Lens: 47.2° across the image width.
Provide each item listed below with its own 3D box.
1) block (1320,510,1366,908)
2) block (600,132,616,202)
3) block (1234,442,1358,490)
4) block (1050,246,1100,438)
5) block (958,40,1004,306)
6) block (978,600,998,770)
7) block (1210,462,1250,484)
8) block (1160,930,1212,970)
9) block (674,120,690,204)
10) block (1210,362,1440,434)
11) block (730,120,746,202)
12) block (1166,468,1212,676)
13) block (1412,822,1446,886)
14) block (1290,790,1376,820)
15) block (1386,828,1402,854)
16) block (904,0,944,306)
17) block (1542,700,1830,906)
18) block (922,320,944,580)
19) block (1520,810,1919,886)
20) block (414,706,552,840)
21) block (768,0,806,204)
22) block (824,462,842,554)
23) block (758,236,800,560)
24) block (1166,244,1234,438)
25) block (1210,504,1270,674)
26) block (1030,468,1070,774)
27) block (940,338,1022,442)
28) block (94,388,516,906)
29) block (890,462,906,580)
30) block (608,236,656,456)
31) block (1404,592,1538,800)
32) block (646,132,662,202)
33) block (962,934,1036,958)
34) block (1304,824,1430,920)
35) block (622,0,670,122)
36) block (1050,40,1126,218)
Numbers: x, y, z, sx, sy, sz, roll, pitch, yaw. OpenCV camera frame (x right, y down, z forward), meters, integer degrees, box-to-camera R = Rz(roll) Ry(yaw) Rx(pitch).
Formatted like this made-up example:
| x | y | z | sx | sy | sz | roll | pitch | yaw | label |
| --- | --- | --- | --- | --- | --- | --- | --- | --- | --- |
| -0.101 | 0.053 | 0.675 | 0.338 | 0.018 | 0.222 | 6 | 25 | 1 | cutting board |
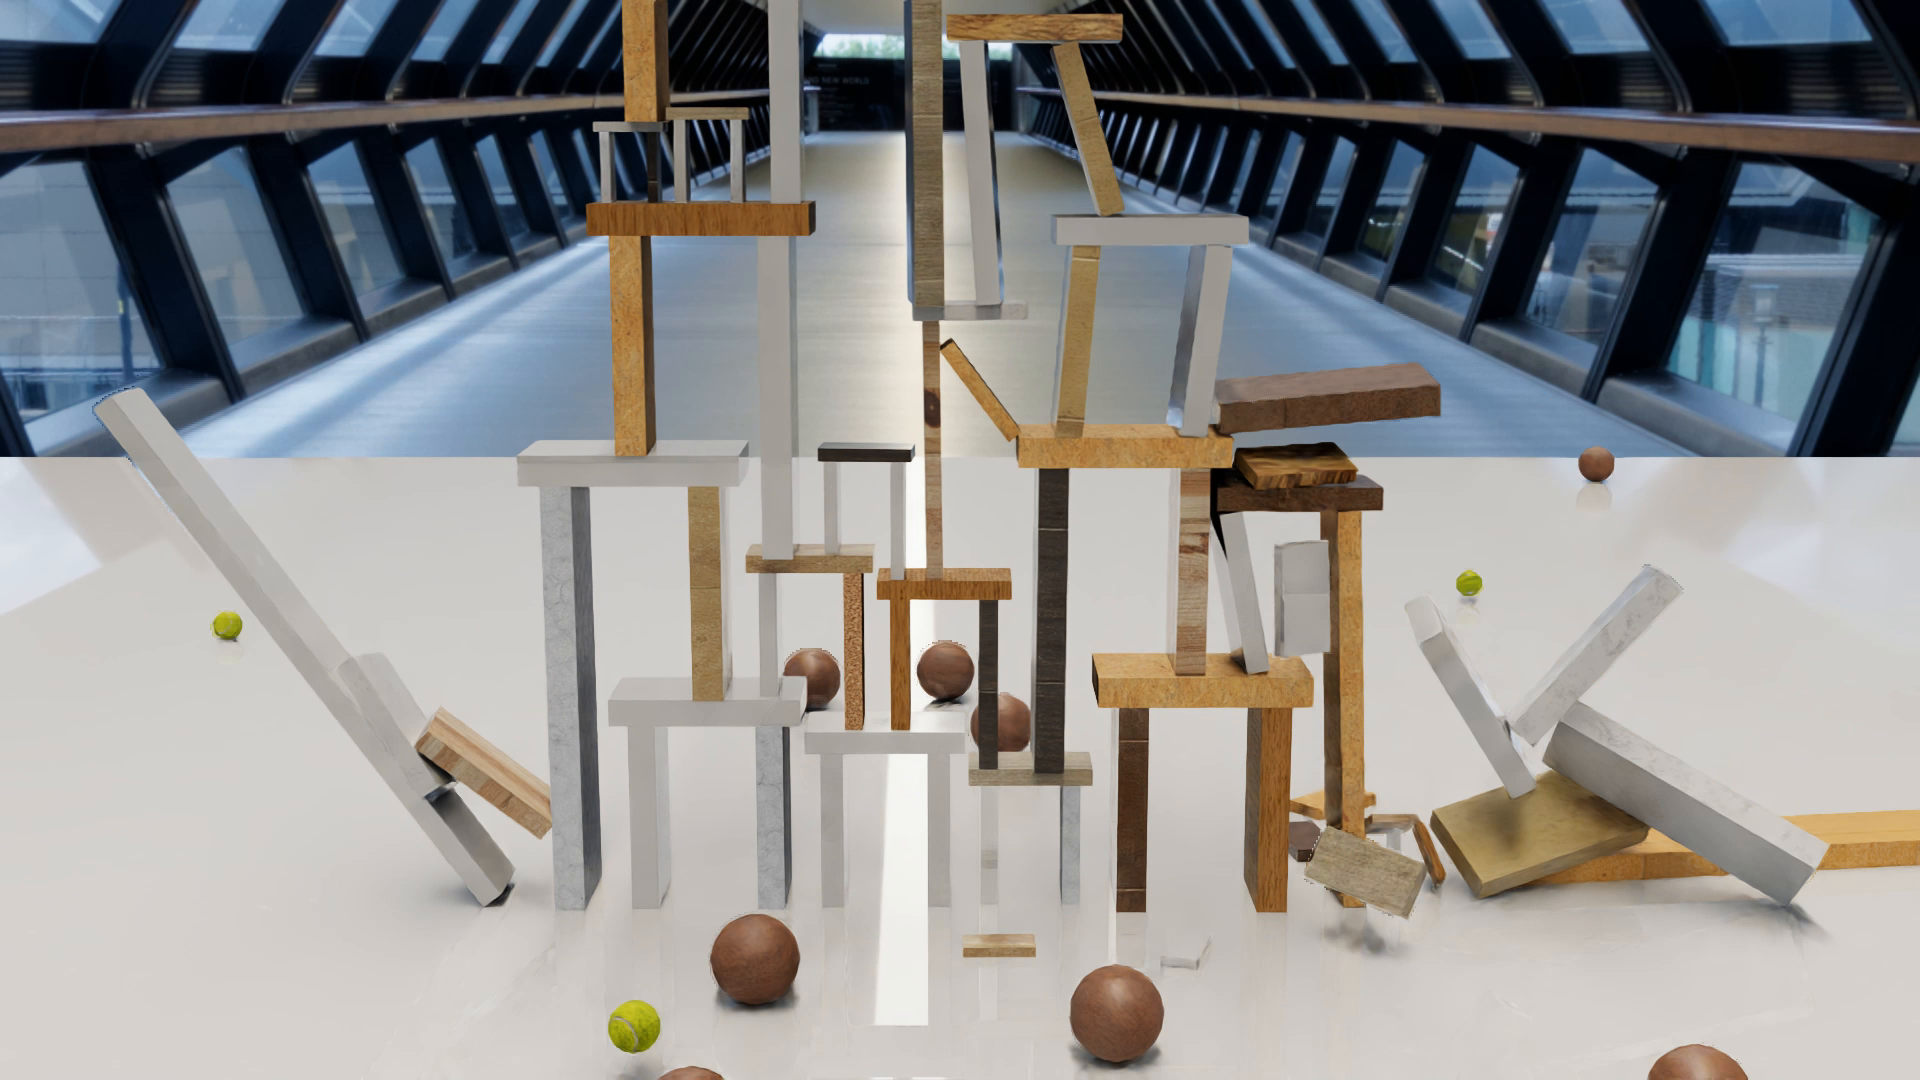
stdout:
| x | y | z | sx | sy | sz | roll | pitch | yaw | label |
| --- | --- | --- | --- | --- | --- | --- | --- | --- | --- |
| 0.629 | 0.267 | 3.608 | 0.037 | 0.657 | 0.132 | -3 | 11 | -2 | block |
| -0.553 | -0.585 | 3.453 | 0.015 | 0.109 | 0.054 | 0 | 11 | 0 | block |
| 0.536 | -0.119 | 3.517 | 0.176 | 0.025 | 0.088 | -4 | 33 | -18 | block |
| 0.182 | -0.321 | 3.497 | 0.042 | 0.298 | 0.149 | 5 | 10 | -2 | block |
| 0.035 | -0.576 | 3.453 | 0.038 | 0.402 | 0.134 | -3 | 10 | 5 | block |
| 0.046 | 0.224 | 3.600 | 0.031 | 0.282 | 0.108 | 0 | 11 | 0 | block |
| 0.486 | -0.110 | 3.562 | 0.155 | 0.022 | 0.077 | -3 | 11 | -15 | block |
| 0.350 | 0.633 | 3.395 | 0.056 | 0.016 | 0.112 | 3 | 11 | 17 | block |
| -0.435 | -0.594 | 3.446 | 0.018 | 0.128 | 0.064 | 0 | 11 | 0 | block |
| 0.580 | -0.229 | 3.531 | 0.346 | 0.049 | 0.173 | -5 | 16 | 1 | block |
| -0.348 | -0.594 | 3.447 | 0.018 | 0.128 | 0.064 | 1 | 11 | 0 | block |
| 0.370 | 0.038 | 3.572 | 0.048 | 0.337 | 0.168 | 0 | 11 | 0 | block |
| 0.790 | 0.528 | 3.705 | 0.014 | 0.099 | 0.050 | -17 | -23 | -4 | block |
| 0.701 | 0.493 | 4.132 | 0.155 | 0.022 | 0.077 | -9 | 14 | -39 | block |
| 0.725 | 0.533 | 3.677 | 0.014 | 0.099 | 0.049 | 2 | -7 | 0 | block |
| -0.056 | -0.610 | 3.438 | 0.045 | 0.478 | 0.160 | -1 | 11 | -6 | block |
| 1.183 | 0.431 | 3.614 | 0.451 | 0.049 | 0.173 | 31 | -23 | 19 | block |
| -0.044 | -0.148 | 3.534 | 0.026 | 0.414 | 0.090 | -1 | 11 | -2 | block |
| 1.374 | 0.534 | 3.846 | 0.947 | 0.046 | 0.162 | -2 | 11 | -8 | block |
| -0.777 | 0.384 | 3.636 | 0.256 | 0.036 | 0.128 | 39 | 9 | -12 | block |
| -0.270 | -0.689 | 3.432 | 0.045 | 0.320 | 0.160 | 0 | 11 | -1 | block |
| -0.205 | -0.058 | 3.546 | 0.021 | 0.149 | 0.075 | 0 | 11 | 2 | block |
| -0.289 | -0.234 | 3.515 | 0.048 | 0.507 | 0.171 | 0 | 11 | 0 | block |
| 0.380 | -0.322 | 3.499 | 0.042 | 0.298 | 0.149 | 6 | 10 | -5 | block |
| 0.449 | 0.074 | 3.569 | 0.037 | 0.265 | 0.132 | -12 | 11 | -2 | block |
| 0.145 | 0.117 | 3.587 | 0.048 | 0.498 | 0.168 | 0 | 11 | -1 | block |
| 0.031 | -0.241 | 3.516 | 0.026 | 0.181 | 0.090 | -37 | 9 | 4 | block |
| -1.057 | 0.176 | 3.591 | 0.036 | 1.006 | 0.128 | -35 | 9 | 6 | block |
| -0.099 | -0.036 | 3.542 | 0.021 | 0.190 | 0.075 | 1 | 11 | 2 | block |
| -0.520 | -0.315 | 3.499 | 0.048 | 0.342 | 0.171 | -1 | 11 | -3 | block |
| 0.838 | 0.254 | 3.610 | 0.046 | 0.324 | 0.162 | -30 | 17 | 14 | block |
| -0.480 | -0.586 | 3.454 | 0.015 | 0.109 | 0.054 | 0 | 11 | 0 | block |
| 0.060 | 0.630 | 3.413 | 0.113 | 0.016 | 0.056 | 0 | 11 | -1 | block |
| 0.629 | 0.514 | 3.407 | 0.175 | 0.088 | 0.025 | 19 | -10 | 39 | block |
| -0.489 | -0.941 | 3.392 | 0.048 | 0.583 | 0.171 | 0 | 11 | 0 | block |
| 0.198 | -0.642 | 3.436 | 0.038 | 0.268 | 0.134 | -17 | 10 | 3 | block |
